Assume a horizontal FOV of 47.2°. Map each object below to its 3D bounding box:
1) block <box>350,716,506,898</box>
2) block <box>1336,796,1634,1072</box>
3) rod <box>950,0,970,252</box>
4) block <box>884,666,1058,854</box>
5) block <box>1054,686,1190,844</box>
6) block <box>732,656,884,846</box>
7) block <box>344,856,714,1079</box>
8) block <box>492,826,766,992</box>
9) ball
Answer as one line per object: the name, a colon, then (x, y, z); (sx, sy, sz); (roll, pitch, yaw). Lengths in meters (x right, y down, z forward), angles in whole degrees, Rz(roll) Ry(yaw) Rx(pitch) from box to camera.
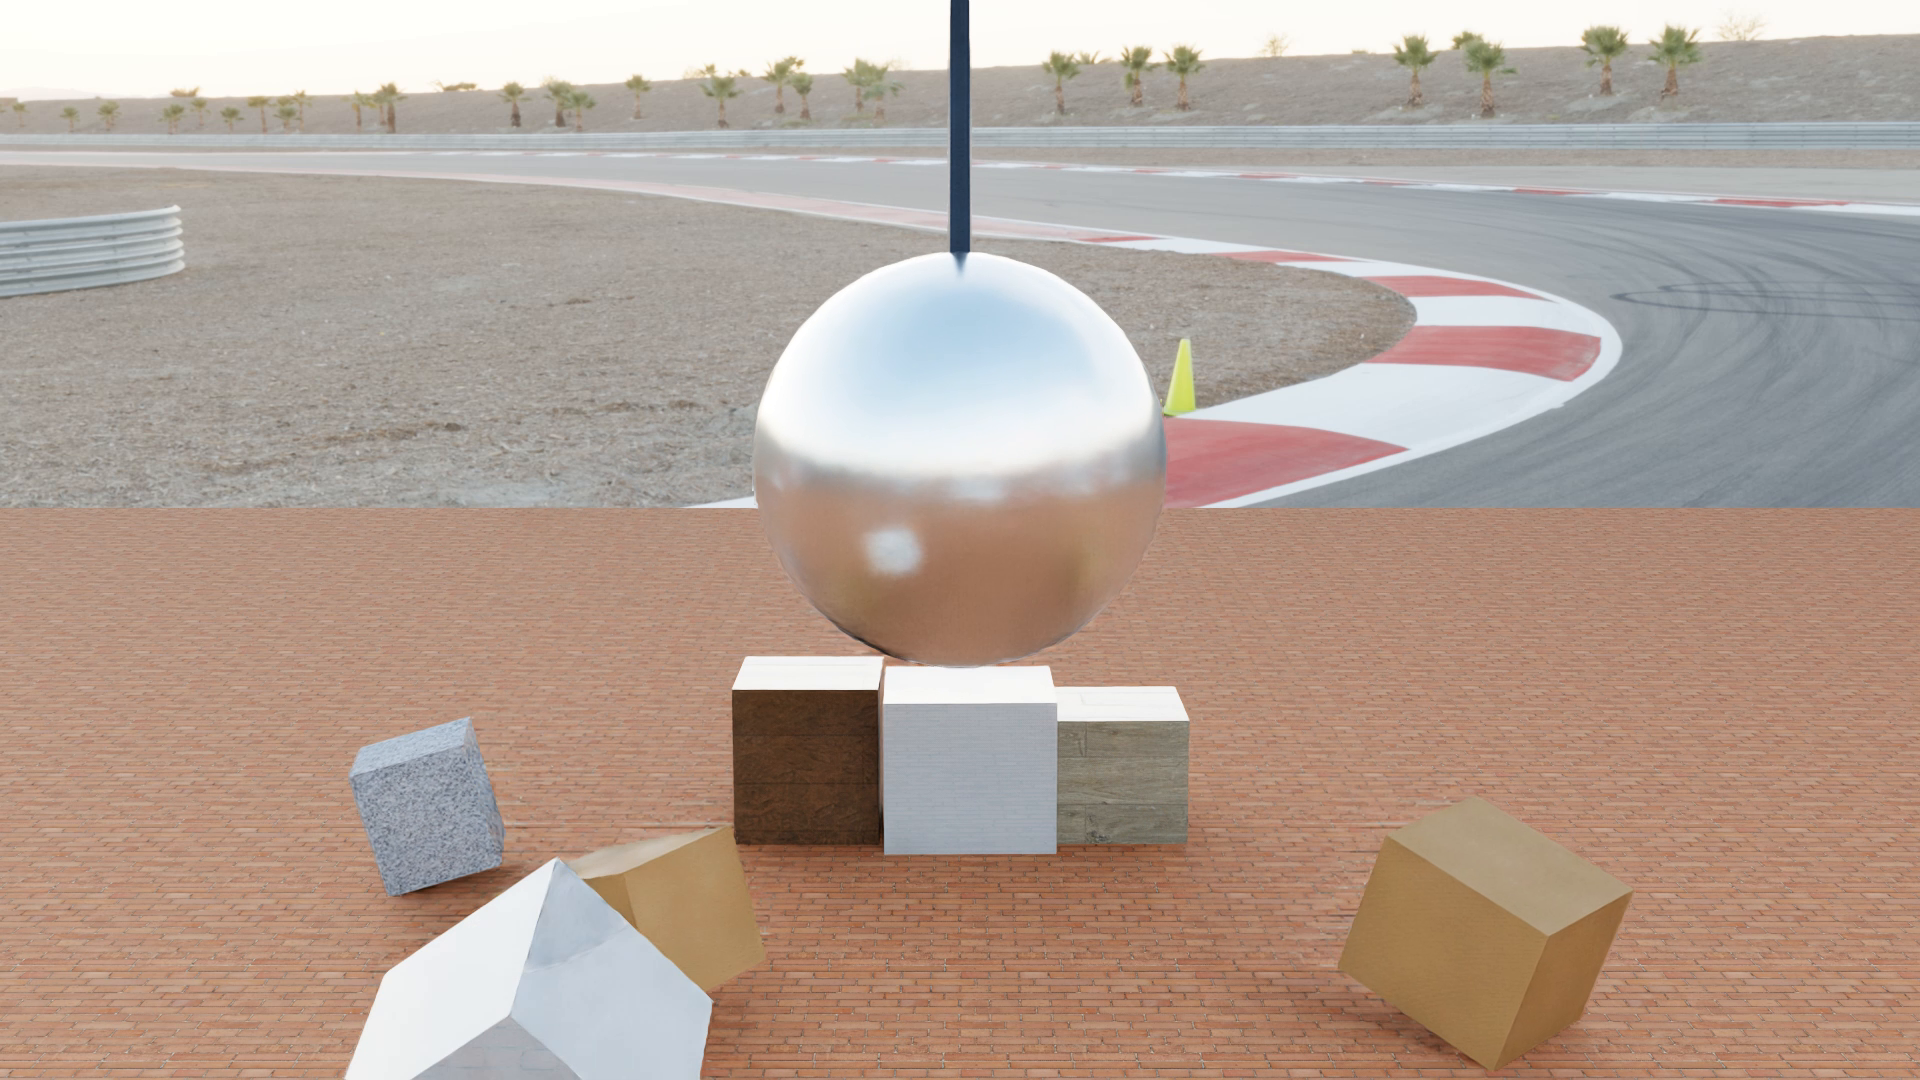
block: (-2.539, 1.272, 10.538); (0.536, 0.614, 0.516); (-16, 12, -6)
block: (2.083, 1.544, 8.737); (0.746, 0.631, 0.704); (32, 28, 35)
rod: (0.000, -3.585, 9.387); (0.080, 5.200, 0.080); (0, -15, 0)
block: (0.046, 1.114, 11.268); (0.857, 0.776, 0.774); (0, 10, -1)
block: (0.812, 1.159, 11.399); (0.668, 0.642, 0.693); (0, 10, -1)
block: (-0.771, 1.079, 11.371); (0.728, 0.808, 0.702); (0, 10, 0)
block: (-1.364, 1.658, 6.936); (0.783, 0.749, 0.751); (-35, 23, 19)
block: (-1.327, 1.563, 8.874); (0.701, 0.568, 0.694); (-14, 2, 32)
ball: (0.000, -0.305, 8.490); (1.600, 1.600, 1.600); (0, 10, 0)
